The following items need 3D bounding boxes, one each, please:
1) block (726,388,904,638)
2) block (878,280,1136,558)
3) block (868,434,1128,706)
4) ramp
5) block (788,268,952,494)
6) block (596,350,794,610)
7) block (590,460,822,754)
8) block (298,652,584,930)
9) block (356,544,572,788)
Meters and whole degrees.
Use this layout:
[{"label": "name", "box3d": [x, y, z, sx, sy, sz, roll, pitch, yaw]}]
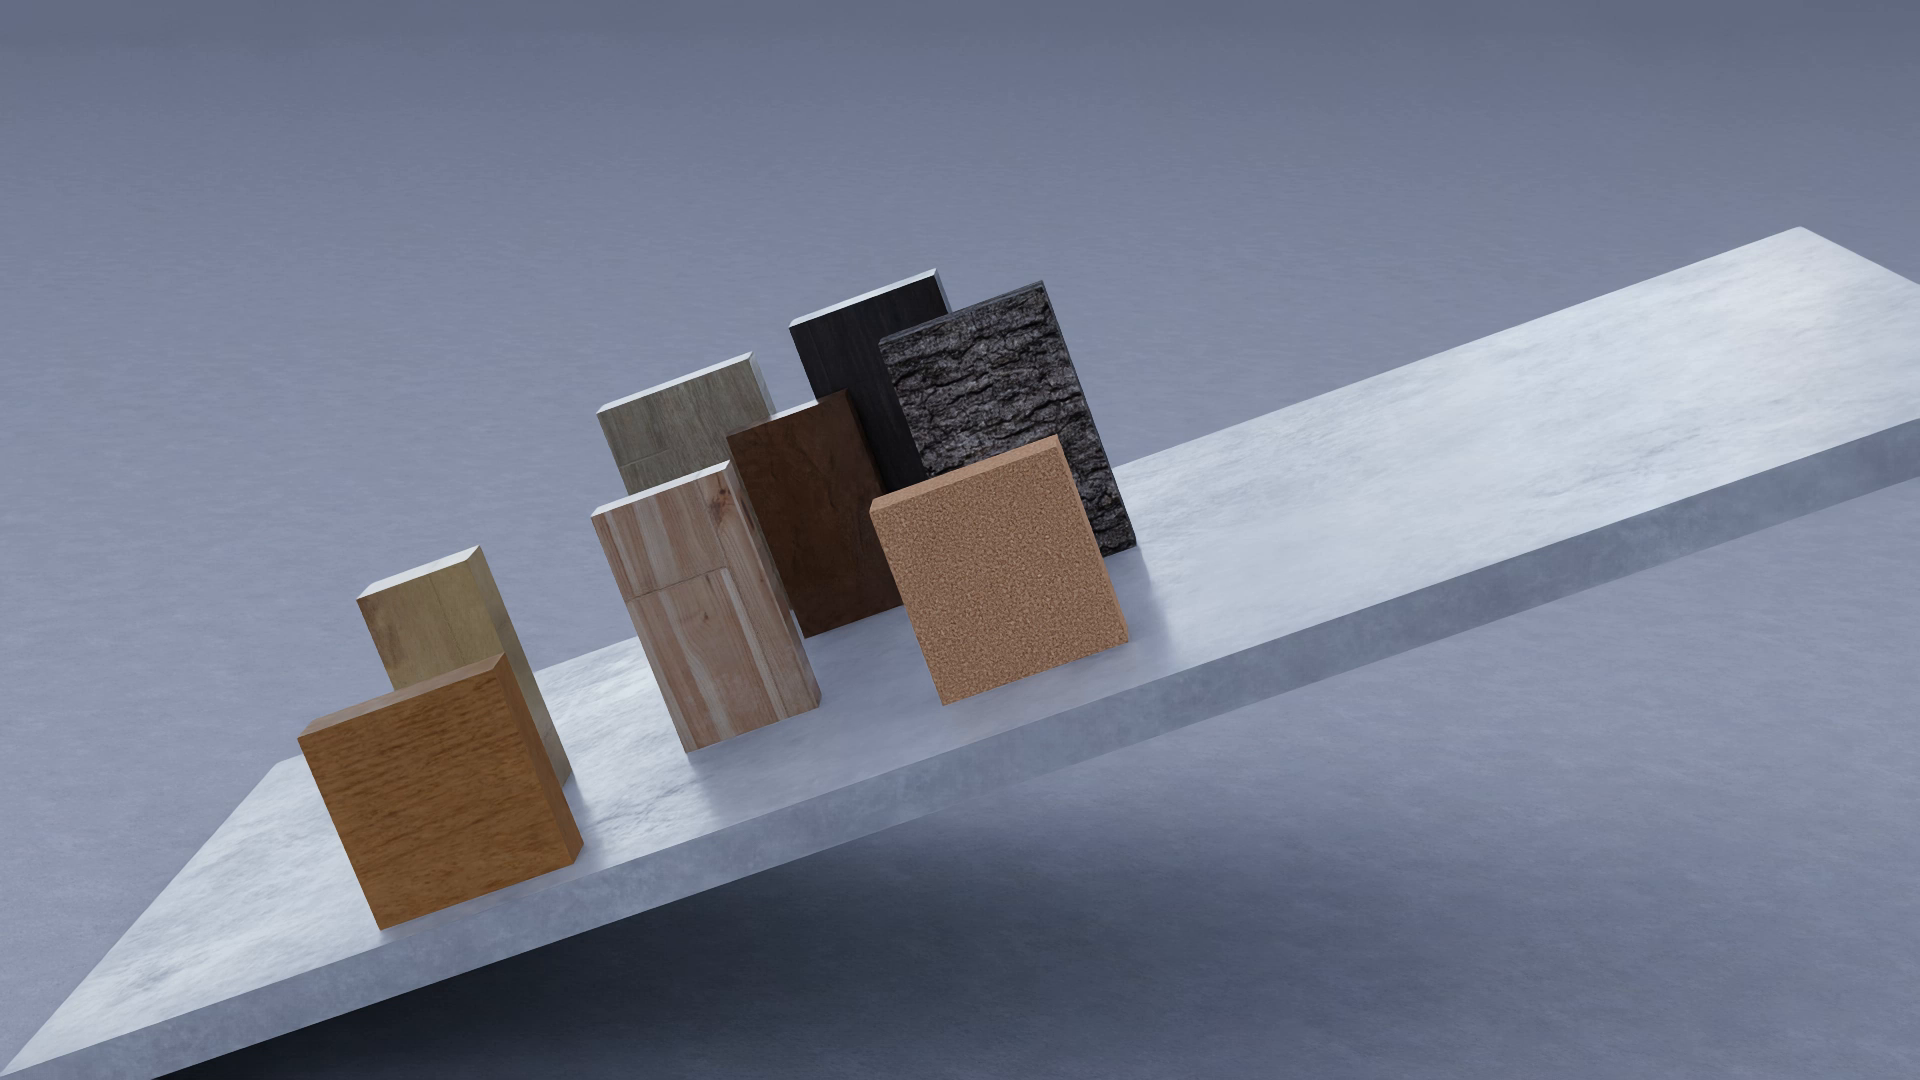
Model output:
[{"label": "block", "box3d": [-0.301, -0.059, 6.622, 0.284, 0.493, 0.085, -19, 11, 6]}, {"label": "block", "box3d": [0.105, -0.212, 6.351, 0.371, 0.599, 0.103, -19, 11, 6]}, {"label": "block", "box3d": [0.077, 0.058, 5.641, 0.377, 0.403, 0.123, -19, 11, 6]}, {"label": "ramp", "box3d": [0.115, 0.177, 6.297, 4.000, 0.100, 2.000, -19, 11, 6]}, {"label": "block", "box3d": [-0.105, -0.244, 6.713, 0.349, 0.662, 0.119, -19, 11, 6]}, {"label": "block", "box3d": [-0.569, -0.098, 7.002, 0.384, 0.600, 0.115, -19, 11, 6]}, {"label": "block", "box3d": [-0.514, 0.137, 5.996, 0.292, 0.527, 0.093, -19, 11, 6]}, {"label": "block", "box3d": [-0.978, 0.475, 5.554, 0.396, 0.402, 0.121, -19, 11, 6]}, {"label": "block", "box3d": [-1.031, 0.305, 6.139, 0.247, 0.521, 0.137, -19, 11, 6]}]
